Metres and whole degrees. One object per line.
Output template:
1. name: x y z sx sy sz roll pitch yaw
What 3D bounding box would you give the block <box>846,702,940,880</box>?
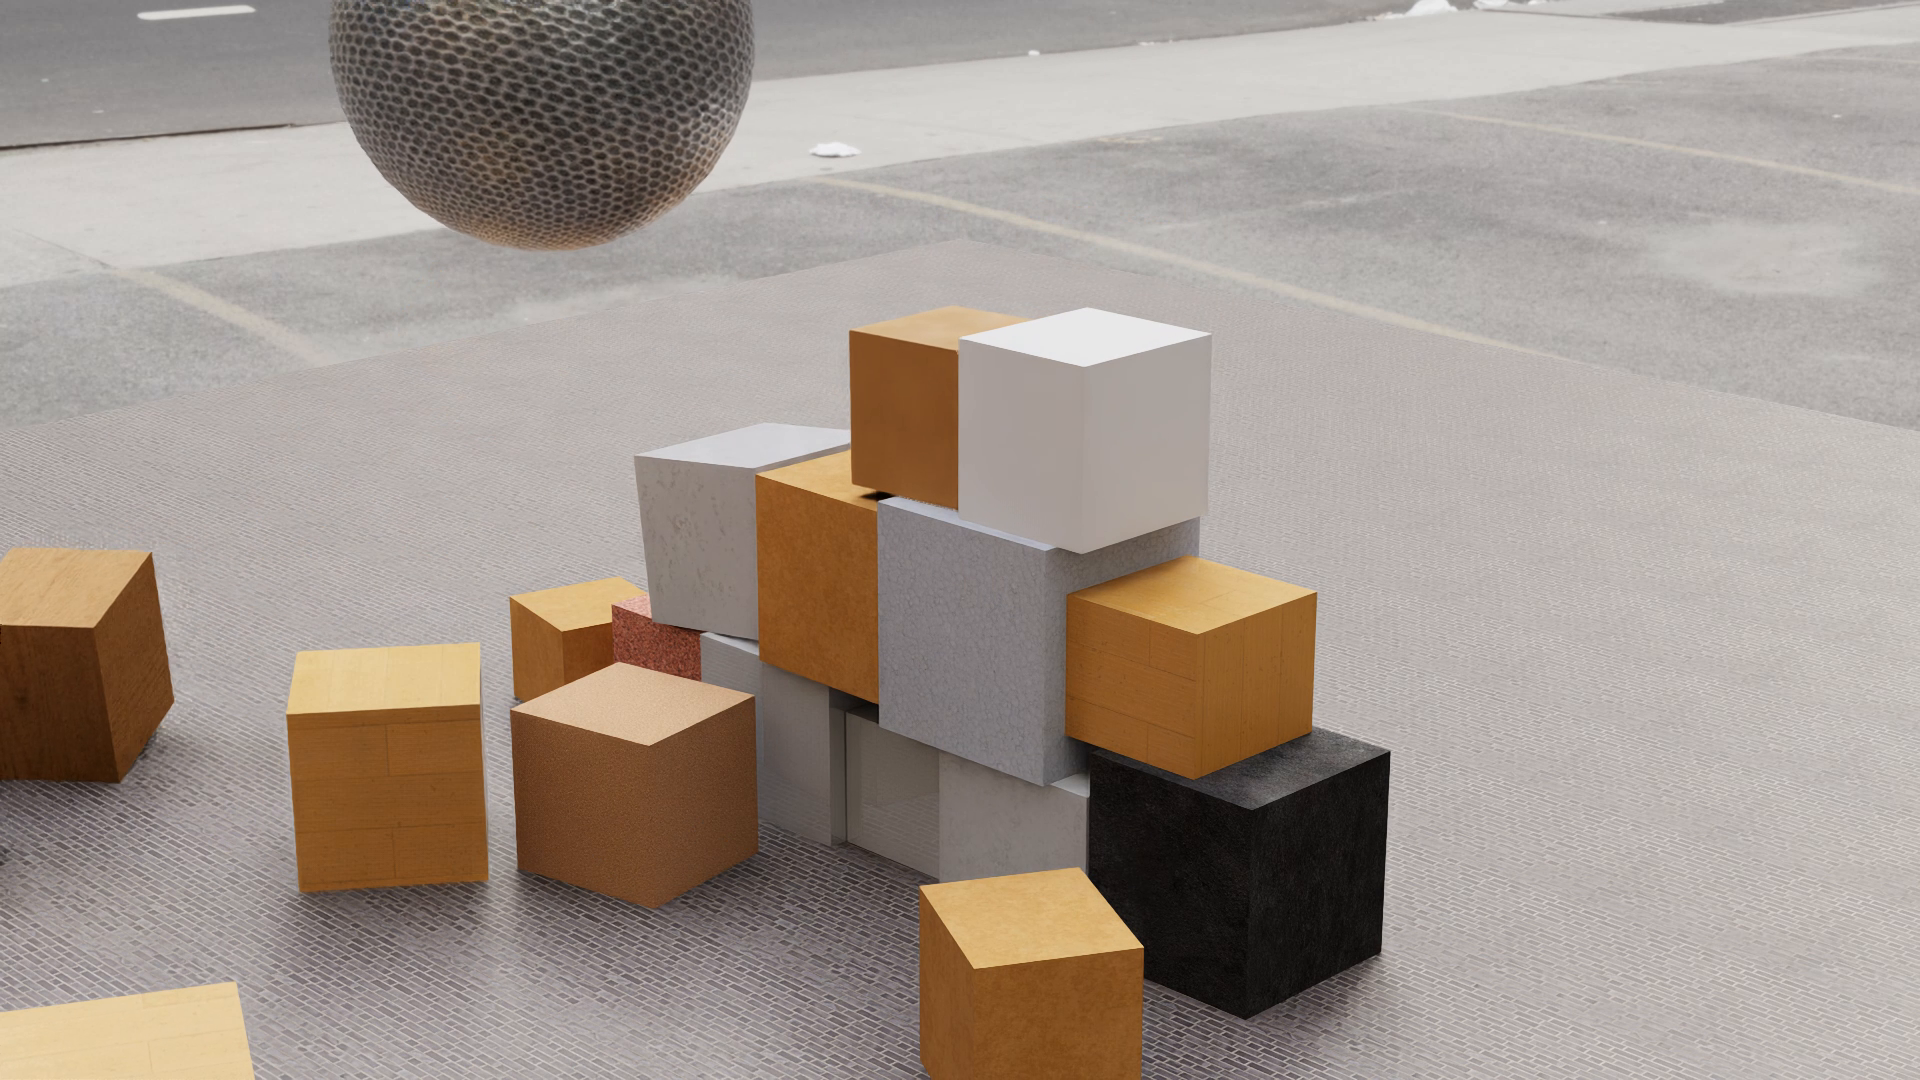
1. block: -0.030 1.113 13.715 0.692 0.653 0.721 -17 24 -42

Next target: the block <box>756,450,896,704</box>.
1. block: -0.331 0.125 13.670 0.906 0.910 0.825 -16 24 -42

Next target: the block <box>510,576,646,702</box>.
1. block: -1.940 0.598 15.514 0.641 0.557 0.666 -11 20 -30

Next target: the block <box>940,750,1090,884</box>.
1. block: 0.537 1.252 13.142 0.888 0.730 0.892 17 24 42

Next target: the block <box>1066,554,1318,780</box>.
1. block: 0.982 0.527 12.498 0.778 0.635 0.725 -17 24 -42

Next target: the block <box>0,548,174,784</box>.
1. block: -4.491 0.621 14.715 0.728 0.874 0.822 2 26 5

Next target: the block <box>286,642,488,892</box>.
1. block: -2.636 1.040 13.600 0.848 0.861 0.837 -3 18 -8

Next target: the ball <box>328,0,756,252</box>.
1. ball: -1.574 -1.893 11.097 1.600 1.600 1.600 0 17 0

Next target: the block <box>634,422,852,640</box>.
1. block: -0.942 -0.056 14.370 0.880 0.841 0.861 7 17 44

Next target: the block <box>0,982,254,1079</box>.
1. block: -2.907 2.159 10.013 0.983 0.876 0.887 -6 18 -17

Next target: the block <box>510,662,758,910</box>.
1. block: -1.490 1.114 13.497 0.813 0.782 0.761 11 21 32

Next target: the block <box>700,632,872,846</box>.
1. block: -0.611 0.853 14.249 0.895 0.828 0.919 -17 24 -42

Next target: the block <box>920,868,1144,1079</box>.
1. block: 0.264 1.802 11.353 0.662 0.755 0.770 -5 18 -15

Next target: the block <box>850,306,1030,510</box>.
1. block: 0.004 -0.598 13.081 0.707 0.708 0.688 14 22 40

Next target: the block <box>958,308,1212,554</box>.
1. block: 0.534 -0.485 12.580 0.719 0.801 0.811 16 24 42

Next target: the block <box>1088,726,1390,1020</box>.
1. block: 1.186 1.340 12.526 0.916 0.933 0.882 -17 24 -42

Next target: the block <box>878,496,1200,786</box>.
1. block: 0.347 0.337 13.067 1.015 1.060 0.999 17 24 42

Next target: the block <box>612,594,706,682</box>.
1. block: -1.208 0.693 14.852 0.777 0.773 0.762 17 24 42
